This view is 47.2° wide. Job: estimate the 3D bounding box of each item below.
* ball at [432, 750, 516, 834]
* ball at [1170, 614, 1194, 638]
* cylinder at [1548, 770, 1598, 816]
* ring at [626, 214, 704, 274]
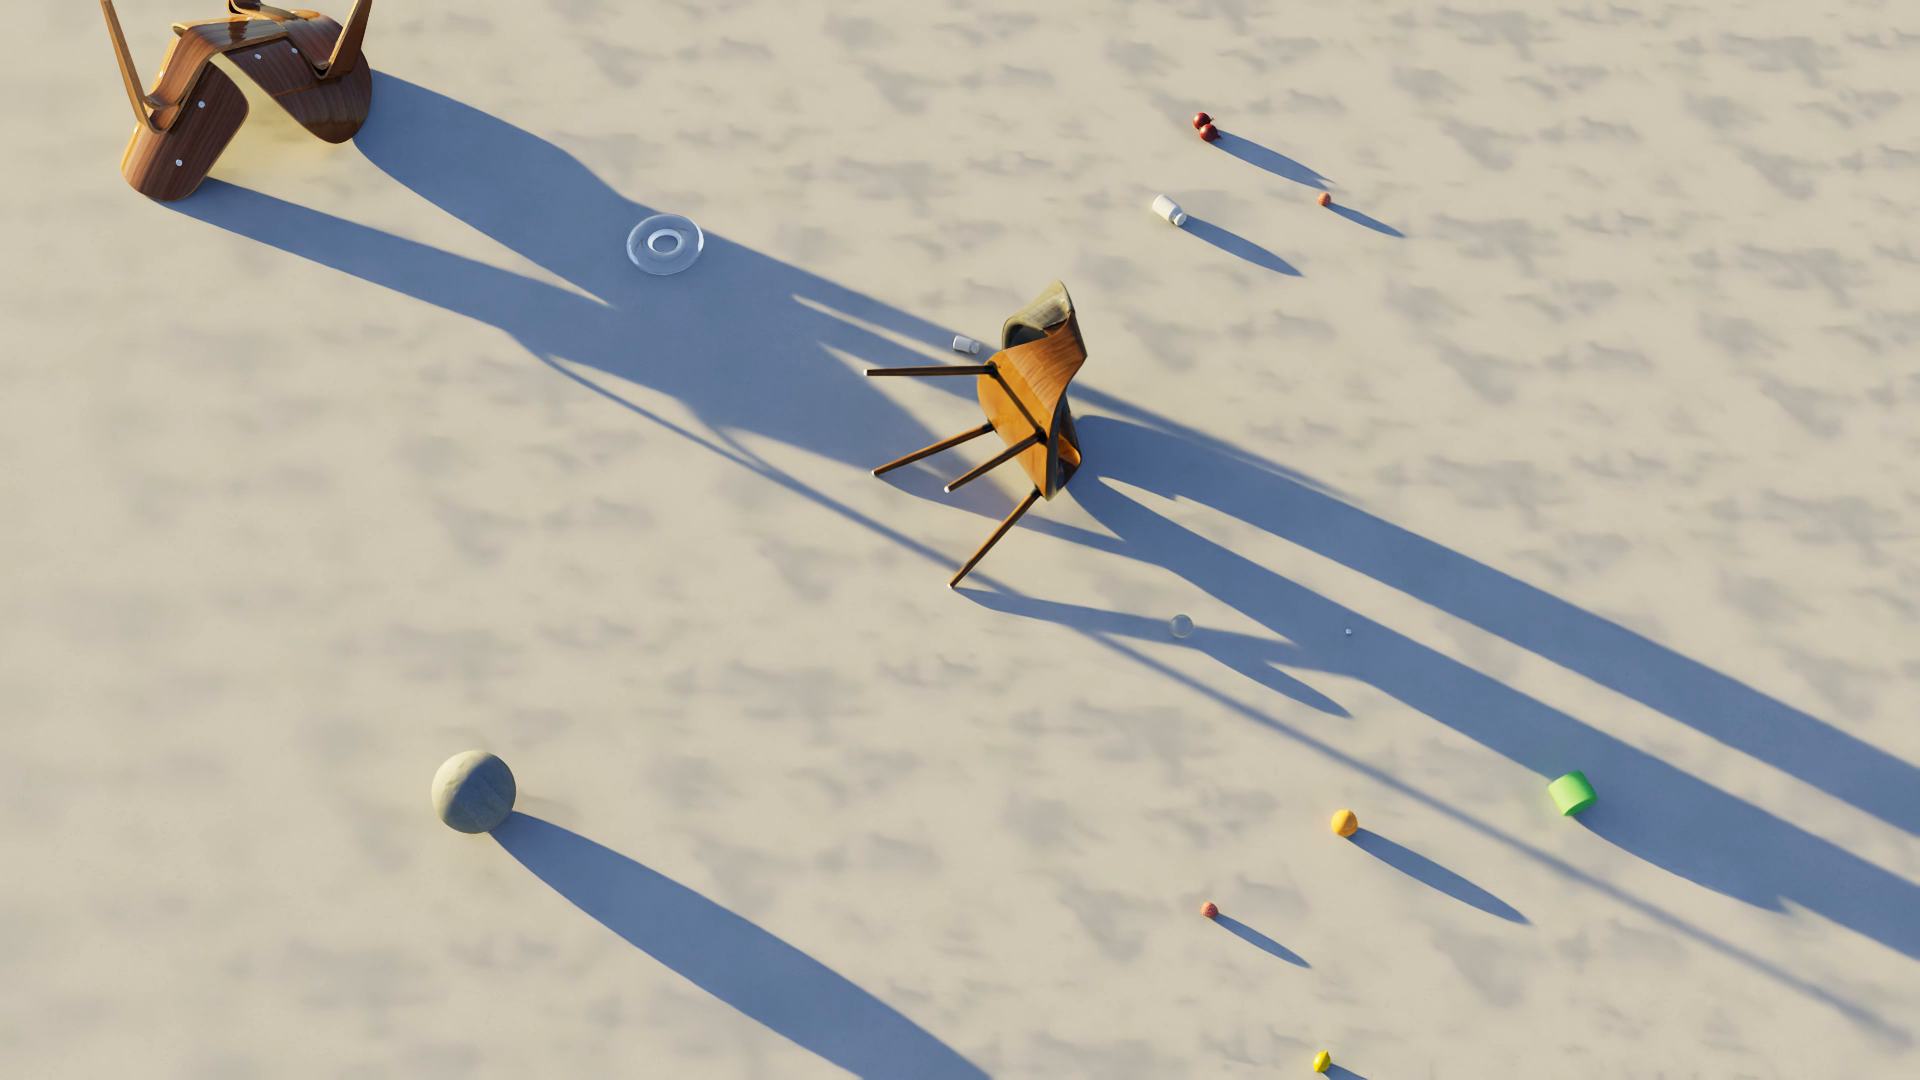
[{"bbox_3d":[-1.321,0.685,5.978,0.226,0.226,0.226,0,56,0],"label":"ball"},{"bbox_3d":[0.641,0.249,6.365,0.069,0.069,0.069,0,56,0],"label":"ball"},{"bbox_3d":[1.689,0.698,6.060,0.105,0.072,0.087,-28,59,4],"label":"cylinder"},{"bbox_3d":[-0.965,-0.969,7.194,0.250,0.051,0.256,23,60,14],"label":"ring"}]
